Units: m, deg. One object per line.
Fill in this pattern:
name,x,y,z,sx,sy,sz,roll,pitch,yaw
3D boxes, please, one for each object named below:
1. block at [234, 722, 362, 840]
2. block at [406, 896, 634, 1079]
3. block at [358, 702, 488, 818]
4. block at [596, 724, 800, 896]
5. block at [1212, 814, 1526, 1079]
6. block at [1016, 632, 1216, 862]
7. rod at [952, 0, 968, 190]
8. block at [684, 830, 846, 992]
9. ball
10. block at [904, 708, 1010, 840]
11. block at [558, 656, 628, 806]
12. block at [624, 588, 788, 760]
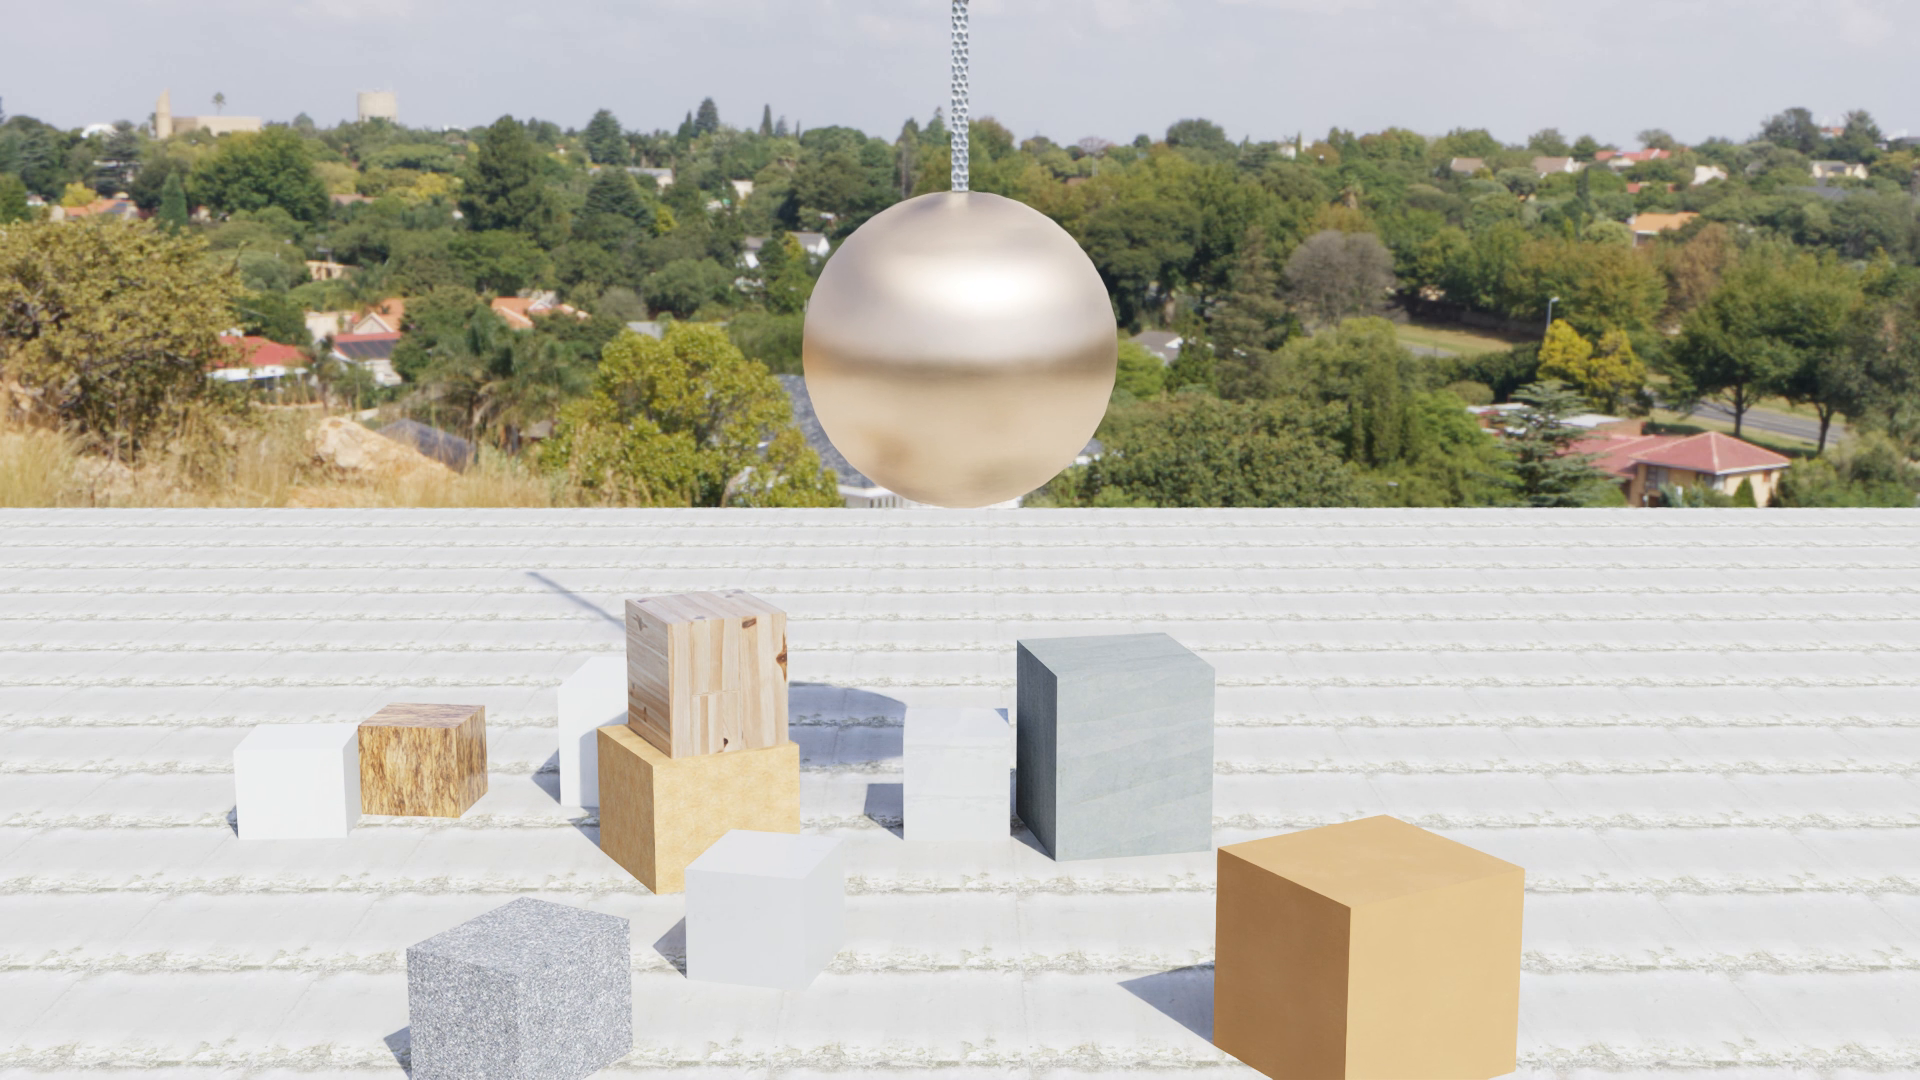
block,-3.415,1.246,11.405,0.541,0.469,0.504,-1,10,-4
block,-1.670,1.758,8.390,0.530,0.540,0.658,6,12,29
block,-2.866,1.172,11.765,0.528,0.485,0.482,1,10,6
block,-1.289,1.271,10.813,0.746,0.631,0.772,-6,12,-28
block,1.558,1.609,8.450,0.846,0.810,0.786,-6,12,-30
block,0.777,1.038,11.234,0.805,0.939,0.827,-2,11,-12
rod,0.000,-4.293,10.448,0.080,5.200,0.080,0,11,0
block,-0.832,1.585,9.479,0.525,0.490,0.561,3,11,14
ball,0.000,-0.959,11.116,1.600,1.600,1.600,0,10,0
block,-0.016,1.209,11.402,0.538,0.542,0.580,0,10,0
block,-1.777,1.042,12.032,0.646,0.645,0.746,1,10,5
block,-1.237,0.638,10.714,0.597,0.650,0.635,-5,11,-26
